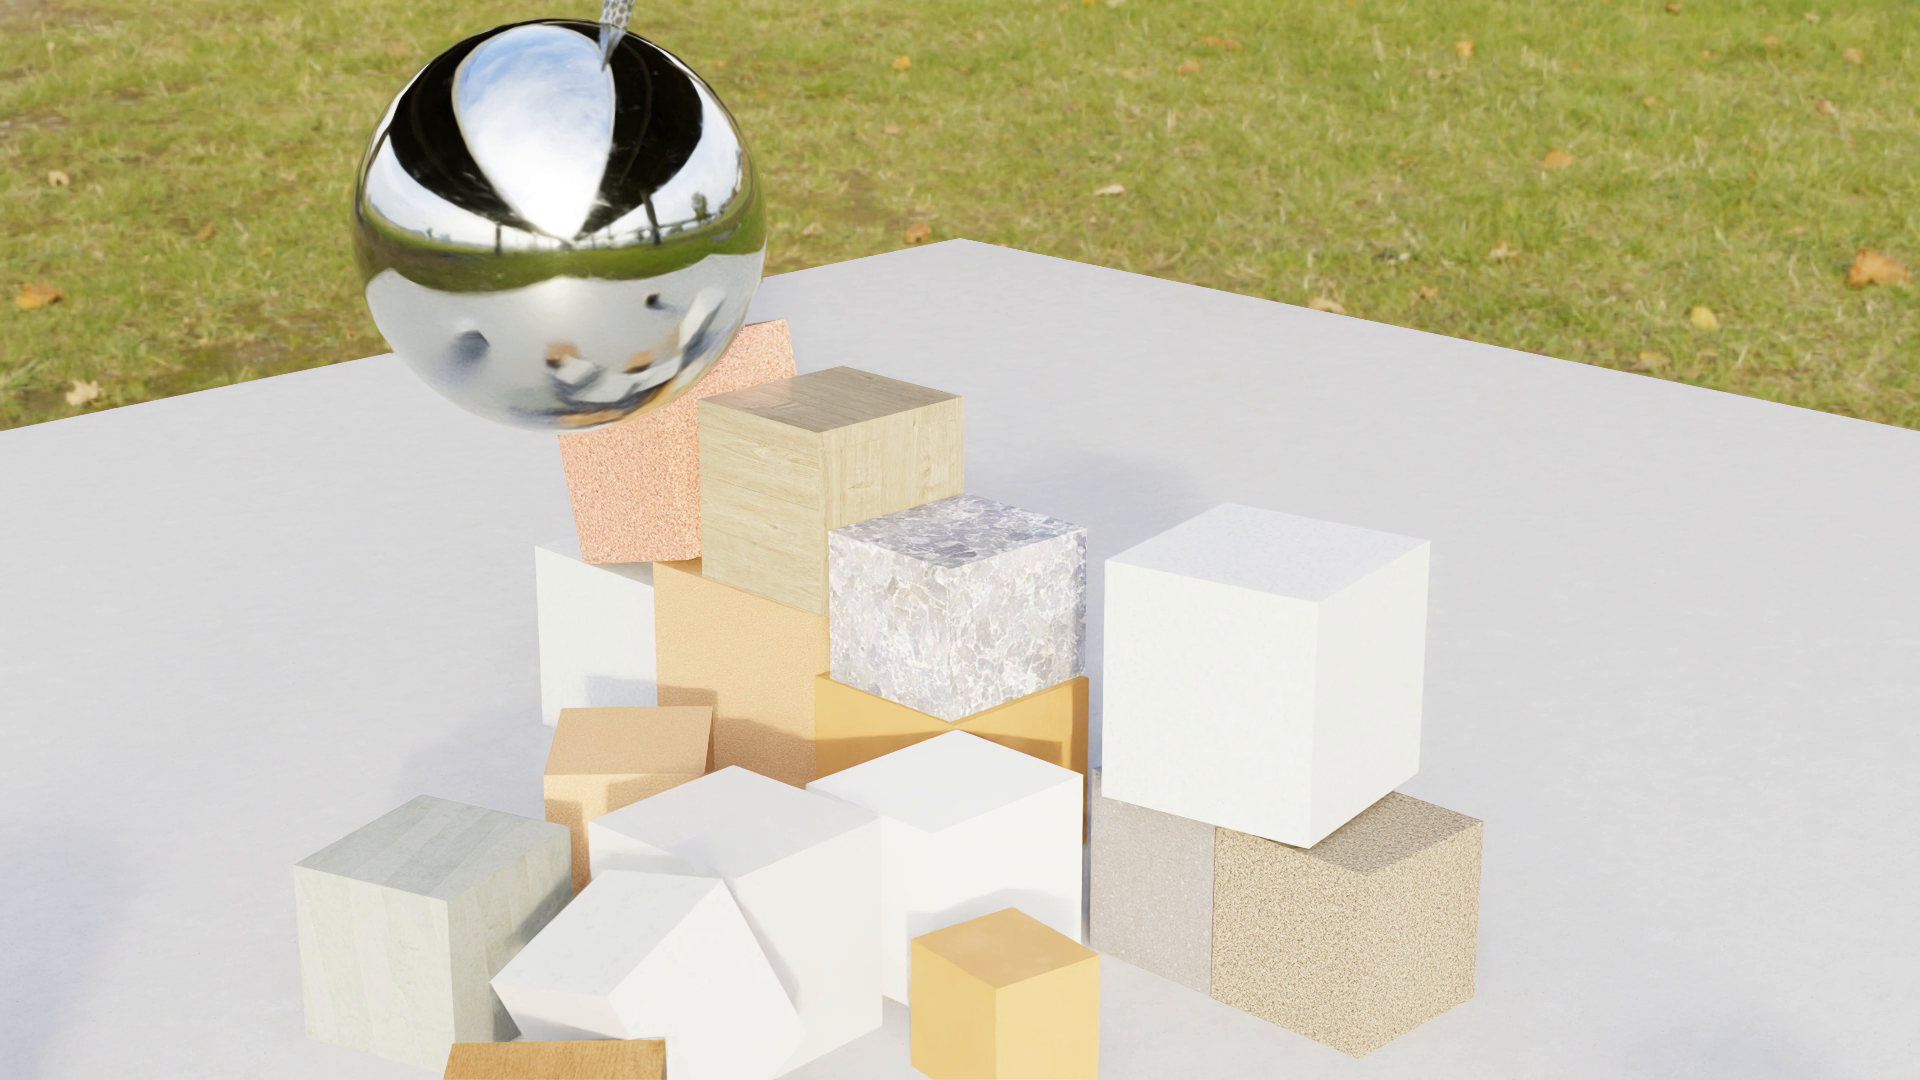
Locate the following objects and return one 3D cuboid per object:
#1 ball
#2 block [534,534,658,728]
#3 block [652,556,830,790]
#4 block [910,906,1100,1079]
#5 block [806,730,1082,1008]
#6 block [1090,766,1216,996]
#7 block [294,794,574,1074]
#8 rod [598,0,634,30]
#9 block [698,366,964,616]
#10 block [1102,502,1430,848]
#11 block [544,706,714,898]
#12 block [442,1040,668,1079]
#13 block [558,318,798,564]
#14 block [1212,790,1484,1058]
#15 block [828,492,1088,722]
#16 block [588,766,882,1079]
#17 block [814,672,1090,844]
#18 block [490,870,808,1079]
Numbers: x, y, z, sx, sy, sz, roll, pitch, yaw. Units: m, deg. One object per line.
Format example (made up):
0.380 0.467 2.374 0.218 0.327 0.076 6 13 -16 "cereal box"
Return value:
-1.546 -1.211 11.340 1.600 1.600 1.600 0 17 0 "ball"
-1.515 0.513 15.089 0.845 0.974 1.021 -17 24 -42 "block"
-0.747 0.660 14.348 0.993 1.138 1.107 -17 24 -42 "block"
0.174 1.852 11.528 0.506 0.554 0.554 -13 21 -35 "block"
-0.063 1.402 12.522 0.757 0.817 0.899 17 24 42 "block"
1.092 1.356 12.646 0.682 0.830 0.816 17 24 42 "block"
-2.130 1.600 11.983 0.756 0.763 0.829 9 20 26 "block"
-0.670 -4.494 11.227 0.080 5.200 0.080 17 3 42 "rod"
-0.607 -0.251 13.897 0.921 0.872 0.841 -17 24 -42 "block"
1.268 0.533 12.162 0.968 1.031 0.989 12 21 33 "block"
-1.467 1.240 13.173 0.693 0.736 0.824 -1 17 -2 "block"
-1.413 2.216 10.188 0.756 0.664 0.755 -1 17 -2 "block"
-1.372 -0.485 14.572 0.853 1.027 0.914 -16 9 -39 "block"
1.599 1.534 12.140 0.786 0.794 0.770 -17 24 -42 "block"
-0.009 0.291 13.469 0.878 0.711 0.789 -17 24 -42 "block"
-0.901 1.556 11.860 0.847 0.920 0.802 15 23 40 "block"
-0.038 1.028 13.694 0.879 0.828 0.916 -17 24 -42 "block"
-1.154 1.754 10.965 0.682 0.757 0.664 -2 33 44 "block"
